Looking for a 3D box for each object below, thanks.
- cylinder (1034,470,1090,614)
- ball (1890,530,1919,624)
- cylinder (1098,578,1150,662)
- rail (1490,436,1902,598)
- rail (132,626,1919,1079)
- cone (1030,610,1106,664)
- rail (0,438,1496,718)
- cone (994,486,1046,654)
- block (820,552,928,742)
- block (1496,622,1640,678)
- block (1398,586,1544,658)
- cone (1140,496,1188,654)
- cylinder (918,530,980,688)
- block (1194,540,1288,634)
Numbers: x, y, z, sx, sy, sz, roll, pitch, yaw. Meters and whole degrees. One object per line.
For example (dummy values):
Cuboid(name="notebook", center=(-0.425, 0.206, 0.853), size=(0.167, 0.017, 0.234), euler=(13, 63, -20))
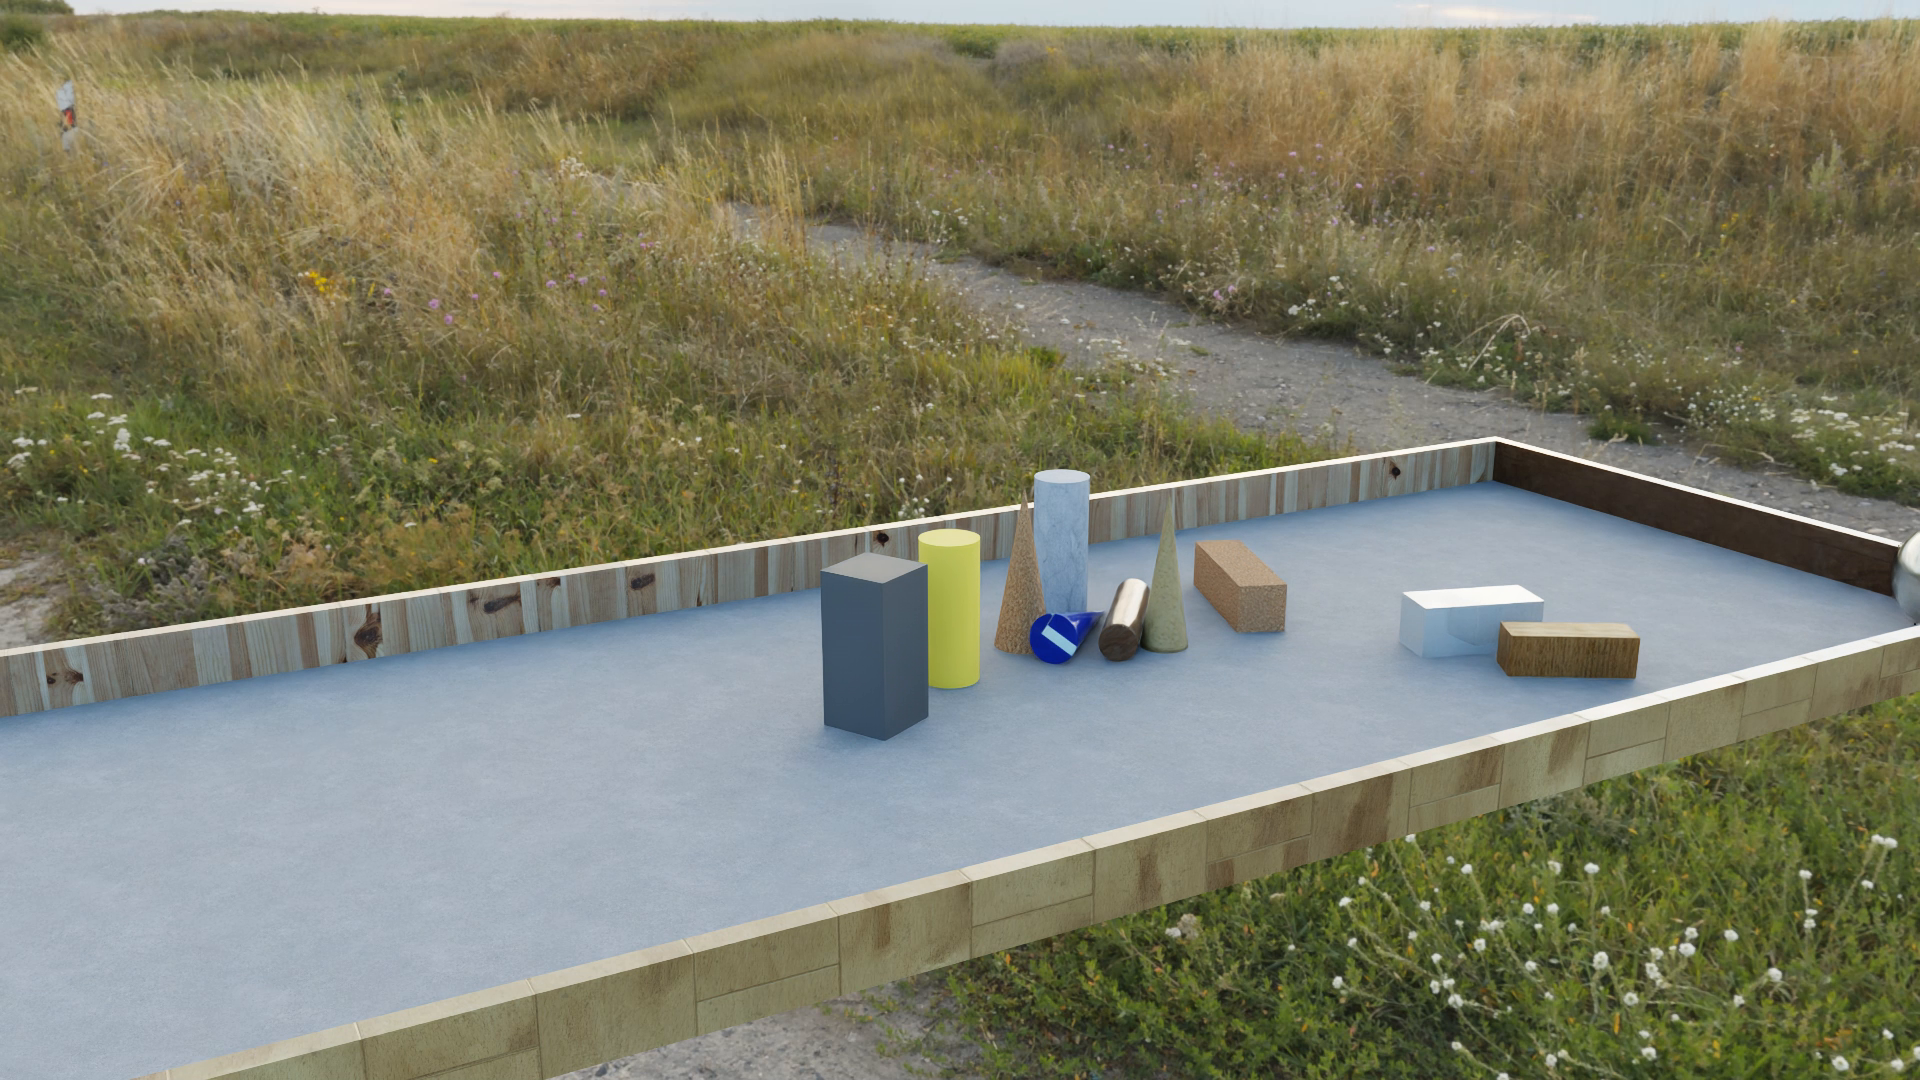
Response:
Cuboid(name="cylinder", center=(0.282, 0.012, 4.614), size=(0.154, 0.394, 0.154), euler=(0, 16, 0))
Cuboid(name="ball", center=(2.694, 0.102, 4.456), size=(0.312, 0.312, 0.312), euler=(0, 16, 0))
Cuboid(name="cylinder", center=(0.449, 0.212, 4.454), size=(0.101, 0.101, 0.401), euler=(3, 17, 11))
Cuboid(name="rail", center=(2.466, -0.048, 5.253), size=(0.050, 0.150, 2.100), euler=(-9, 18, -27))
Cuboid(name="rail", center=(-2.336, 1.006, 1.665), size=(12.000, 0.150, 0.050), euler=(-9, 18, -27))
Cuboid(name="cone", center=(0.326, 0.228, 4.463), size=(0.132, 0.132, 0.455), euler=(7, 9, 21))
Cuboid(name="rail", center=(-3.305, 0.497, 3.399), size=(12.000, 0.150, 0.050), euler=(-9, 18, -27))
Cuboid(name="cone", center=(0.168, 0.068, 4.344), size=(0.153, 0.440, 0.153), euler=(0, 16, 0))
Cuboid(name="block", center=(-0.197, 0.245, 3.847), size=(0.177, 0.380, 0.177), euler=(11, 19, 32))
Cuboid(name="block", center=(1.550, 0.280, 4.209), size=(0.318, 0.109, 0.109), euler=(1, 16, 3))
Cuboid(name="block", center=(1.356, 0.215, 4.381), size=(0.335, 0.136, 0.136), euler=(-3, 17, -11))
Cuboid(name="cone", center=(0.544, 0.079, 4.341), size=(0.129, 0.421, 0.129), euler=(0, 16, 0))
Cuboid(name="cylinder", center=(-0.026, 0.171, 4.120), size=(0.153, 0.368, 0.153), euler=(0, 16, 0))
Cuboid(name="block", center=(0.791, 0.126, 4.689), size=(0.133, 0.133, 0.437), euler=(-2, 17, -8))
